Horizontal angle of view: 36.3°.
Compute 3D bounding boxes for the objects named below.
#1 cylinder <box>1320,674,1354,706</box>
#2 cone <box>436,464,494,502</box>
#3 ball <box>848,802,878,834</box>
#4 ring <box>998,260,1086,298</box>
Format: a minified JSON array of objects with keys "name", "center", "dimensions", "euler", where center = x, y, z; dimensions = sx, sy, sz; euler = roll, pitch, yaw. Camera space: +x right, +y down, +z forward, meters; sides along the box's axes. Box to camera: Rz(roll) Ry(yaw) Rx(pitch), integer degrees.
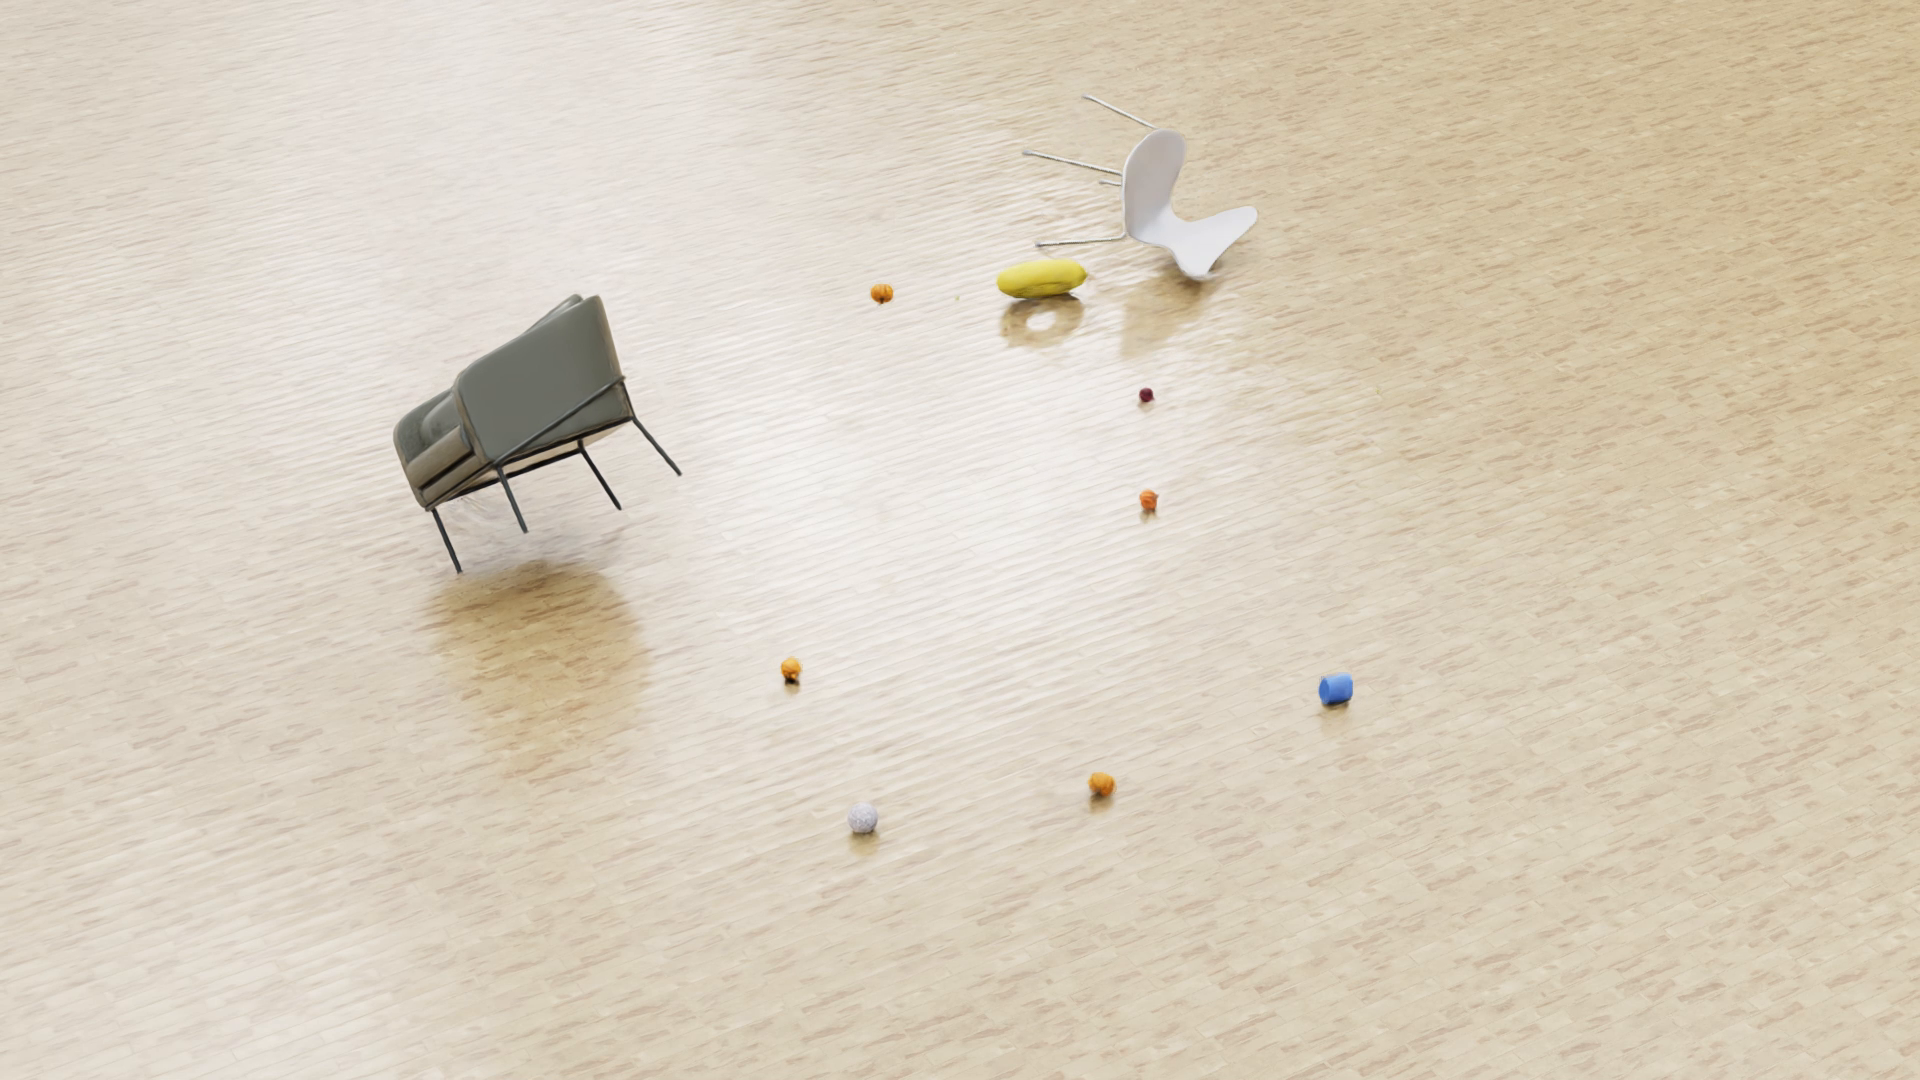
[{"name":"cylinder","center":[1.292,0.512,10.067],"dimensions":[0.093,0.102,0.068],"euler":[-11,33,-21]},{"name":"cone","center":[-1.843,-0.217,11.104],"dimensions":[0.215,0.119,0.202],"euler":[-2,30,35]},{"name":"ball","center":[-0.315,0.899,9.489],"dimensions":[0.101,0.101,0.101],"euler":[0,33,0]},{"name":"ring","center":[0.348,-1.108,12.440],"dimensions":[0.405,0.235,0.105],"euler":[-7,76,-22]}]
